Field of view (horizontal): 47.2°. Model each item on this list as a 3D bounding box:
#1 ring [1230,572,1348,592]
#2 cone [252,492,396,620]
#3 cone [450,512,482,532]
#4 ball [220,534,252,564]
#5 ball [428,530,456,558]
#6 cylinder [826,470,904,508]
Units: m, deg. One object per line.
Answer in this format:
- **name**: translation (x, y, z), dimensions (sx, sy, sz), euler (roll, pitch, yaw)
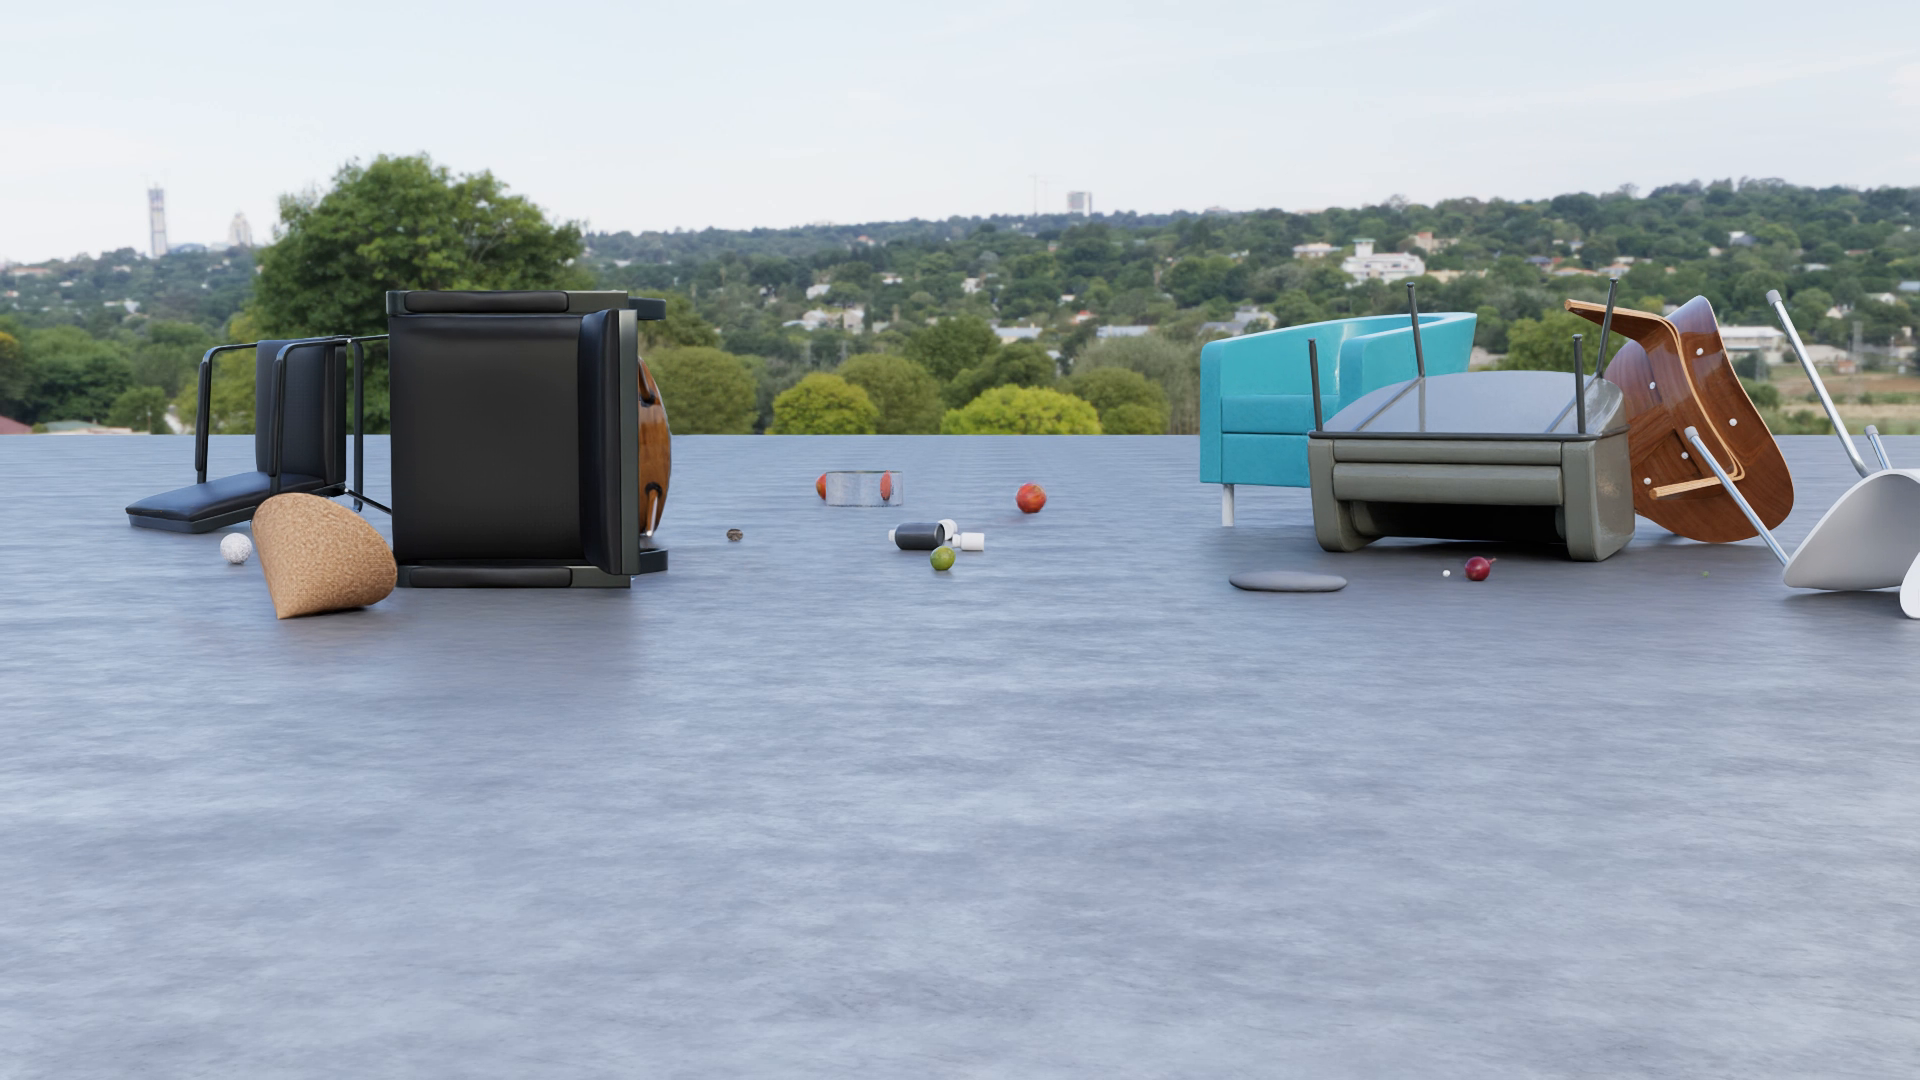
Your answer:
- **ring**: translation (0.731, 0.093, 4.909), dimensions (0.264, 0.039, 0.108), euler (1, 5, 14)
- **cone**: translation (-1.304, 0.089, 4.355), dimensions (0.325, 0.308, 0.196), euler (-28, 28, 39)
- **cone**: translation (-1.547, -0.042, 6.935), dimensions (0.122, 0.077, 0.047), euler (-2, -37, 25)
- **ball**: translation (-1.858, 0.022, 5.646), dimensions (0.080, 0.080, 0.080), euler (0, 4, 0)
- **ball**: translation (-1.375, 0.011, 5.839), dimensions (0.075, 0.075, 0.075), euler (0, 4, 0)
- **cylinder**: translation (-0.368, -0.198, 8.487), dimensions (0.300, 0.129, 0.295), euler (-3, 5, -38)
